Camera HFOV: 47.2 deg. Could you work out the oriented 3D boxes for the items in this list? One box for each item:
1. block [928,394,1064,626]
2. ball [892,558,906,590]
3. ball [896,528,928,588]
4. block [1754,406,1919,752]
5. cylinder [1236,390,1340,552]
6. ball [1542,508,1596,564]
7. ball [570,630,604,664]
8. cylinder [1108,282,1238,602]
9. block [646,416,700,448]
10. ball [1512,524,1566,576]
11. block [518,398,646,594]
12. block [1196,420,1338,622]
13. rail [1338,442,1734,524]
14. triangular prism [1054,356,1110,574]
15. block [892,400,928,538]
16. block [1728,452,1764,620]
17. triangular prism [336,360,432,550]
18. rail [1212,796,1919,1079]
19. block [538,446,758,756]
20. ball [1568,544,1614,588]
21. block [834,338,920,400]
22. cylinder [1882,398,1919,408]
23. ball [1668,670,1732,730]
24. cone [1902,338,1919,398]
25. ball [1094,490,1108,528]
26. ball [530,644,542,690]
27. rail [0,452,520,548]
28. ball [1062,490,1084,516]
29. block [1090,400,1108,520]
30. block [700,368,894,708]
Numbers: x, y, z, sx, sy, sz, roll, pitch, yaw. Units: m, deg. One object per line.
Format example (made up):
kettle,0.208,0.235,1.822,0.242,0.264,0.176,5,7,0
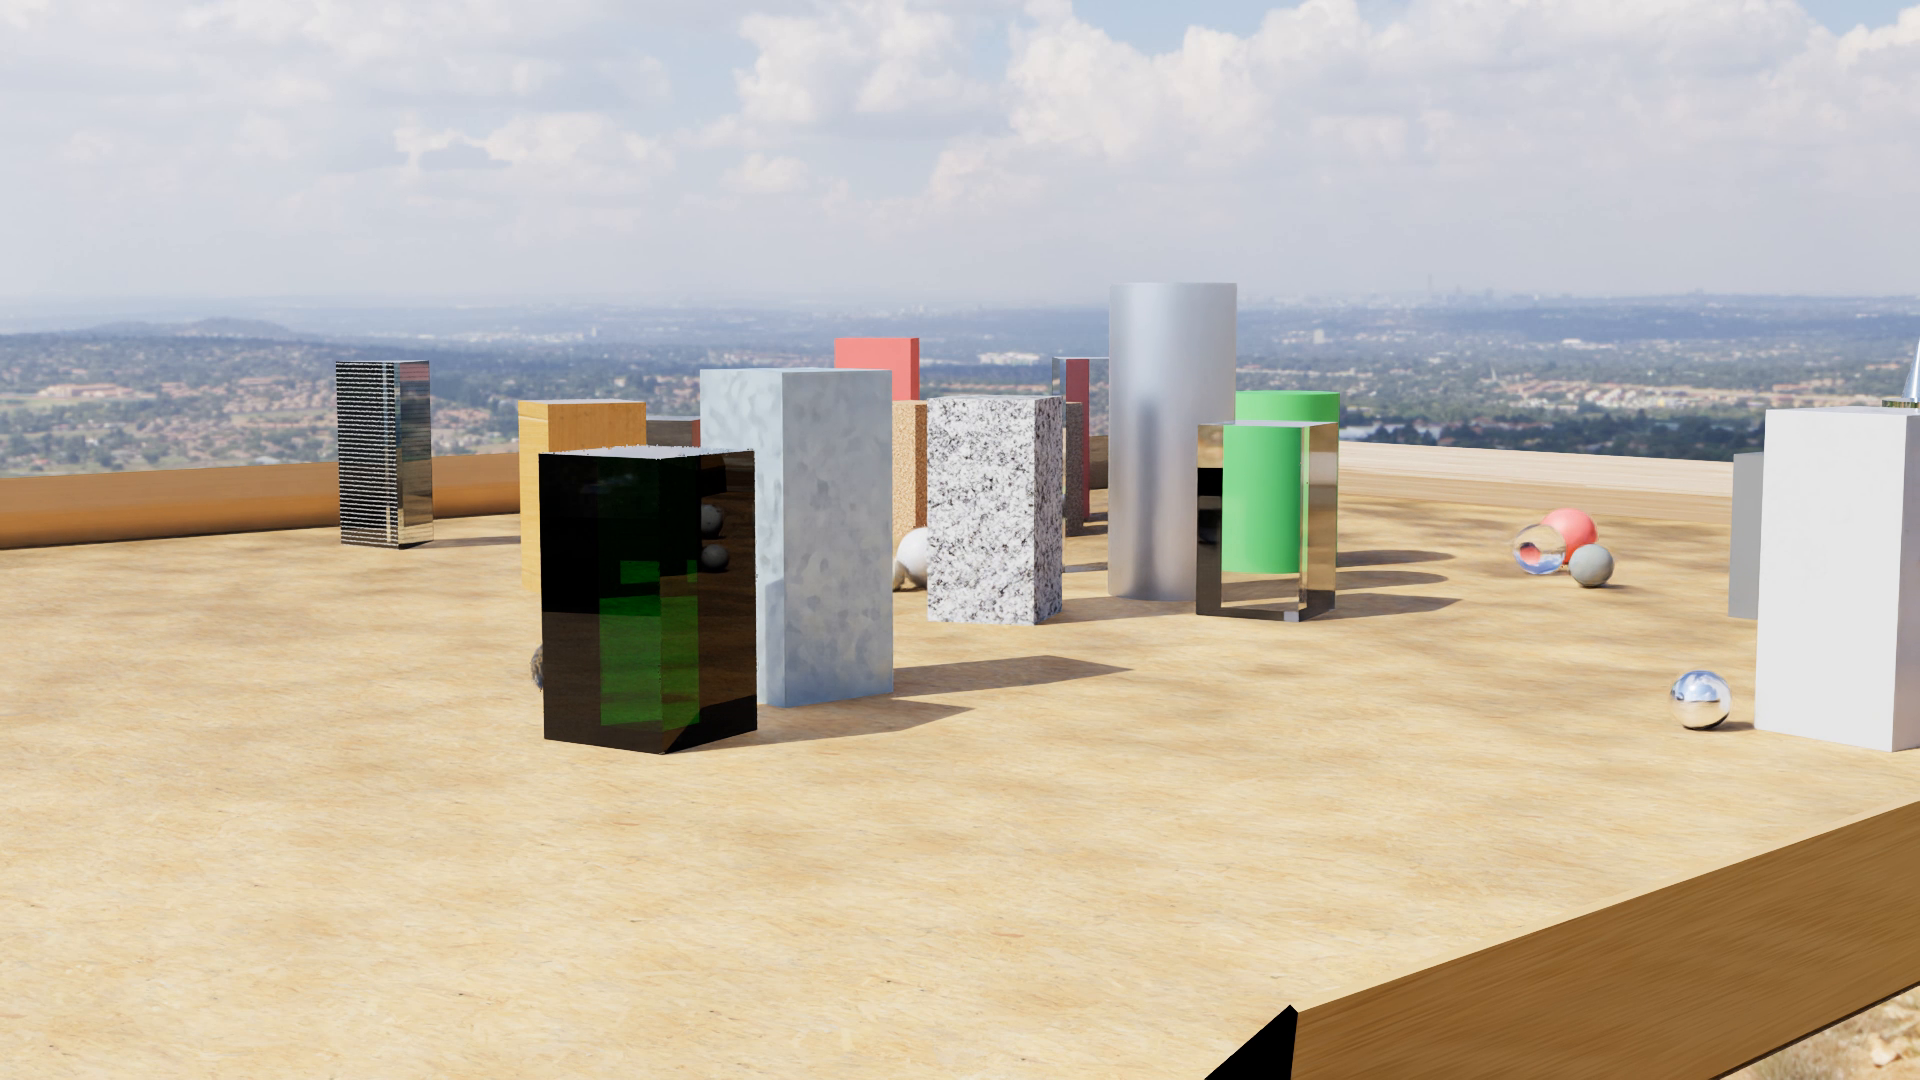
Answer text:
block,0.052,-0.048,3.199,0.158,0.320,0.158,2,6,17
ball,-0.112,0.055,3.499,0.053,0.053,0.053,0,6,0
ball,-0.053,0.028,3.543,0.098,0.098,0.098,0,6,0
block,0.959,0.034,2.314,0.158,0.340,0.158,-4,7,-36
cylinder,0.565,-0.108,3.866,0.198,0.302,0.198,0,6,0
ball,1.071,-0.007,3.879,0.099,0.099,0.099,0,6,0
ball,-0.472,0.135,2.785,0.042,0.042,0.042,0,6,0
cylinder,0.332,-0.158,3.450,0.198,0.487,0.198,0,6,0
block,-0.542,-0.100,4.048,0.158,0.248,0.158,1,6,12
ball,0.978,0.016,3.711,0.087,0.087,0.087,0,6,0
block,-0.600,-0.070,3.501,0.158,0.301,0.158,-3,7,-27
block,0.453,-0.032,3.242,0.158,0.280,0.158,3,7,28
rail,1.477,-0.108,4.687,0.045,0.129,3.645,-5,8,-42
triangular prism,0.206,-0.136,3.830,0.171,0.363,0.148,-4,7,-32
block,-0.093,-0.145,4.408,0.158,0.262,0.158,5,8,42
block,1.232,-0.005,3.189,0.158,0.238,0.158,-5,8,-41
triangular prism,-1.068,-0.166,4.193,0.171,0.349,0.148,4,7,35
rail,1.220,0.171,2.017,4.067,0.129,0.045,-5,8,-42
block,-0.325,0.057,2.302,0.158,0.298,0.158,4,7,32
ball,1.018,0.042,3.546,0.070,0.070,0.070,0,6,0
block,-0.174,-0.235,4.668,0.158,0.387,0.158,1,6,6
cylinder,1.222,-0.001,2.678,0.198,0.336,0.198,0,6,0
ball,0.789,0.170,2.344,0.064,0.064,0.064,0,6,0
cone,1.488,-0.119,3.424,0.198,0.414,0.198,0,6,0
ball,0.317,-0.065,4.500,0.085,0.085,0.085,0,6,0
ball,-0.461,0.147,2.540,0.069,0.069,0.069,0,6,0
rail,-1.220,-0.104,4.647,4.067,0.129,0.045,-5,8,-42
ball,0.242,-0.079,4.768,0.057,0.057,0.057,0,6,0
block,0.382,-0.167,4.656,0.158,0.255,0.158,-2,6,-22
block,-0.190,-0.010,2.562,0.158,0.376,0.158,-5,8,-41
